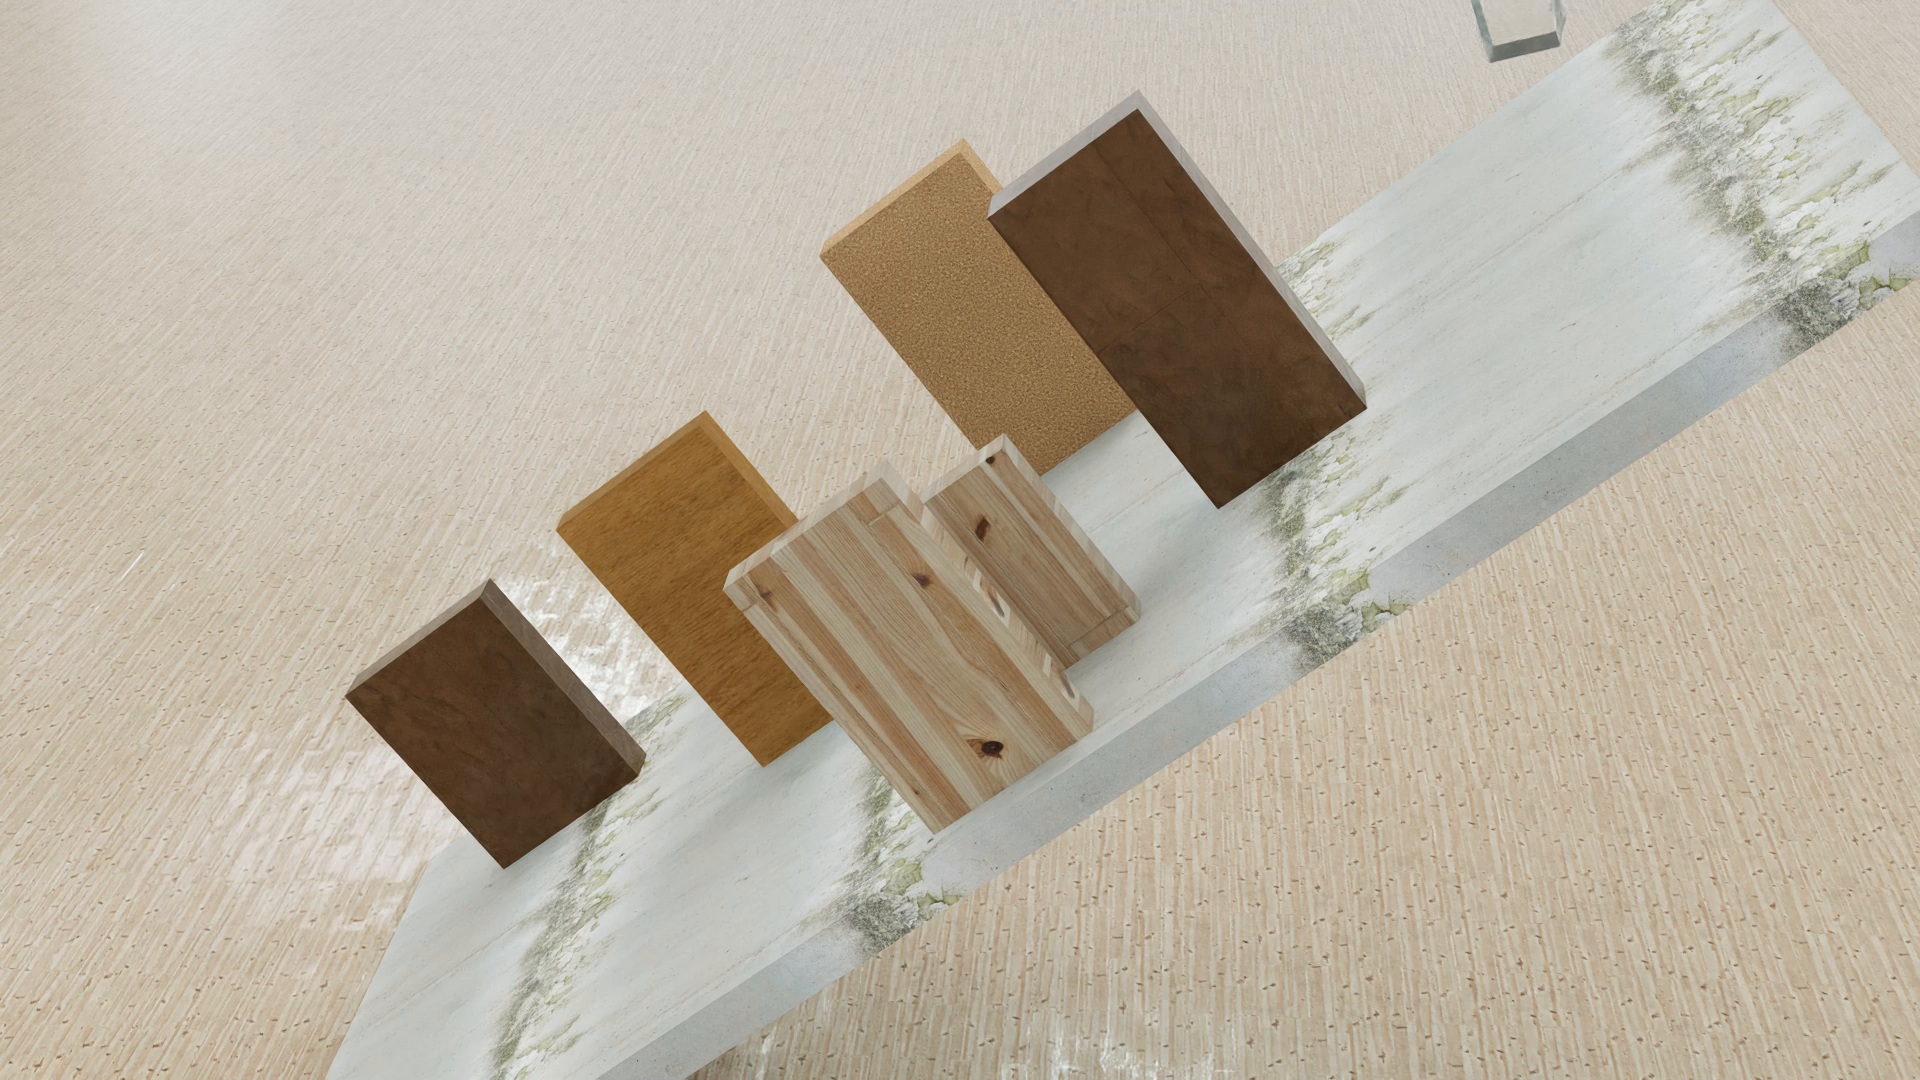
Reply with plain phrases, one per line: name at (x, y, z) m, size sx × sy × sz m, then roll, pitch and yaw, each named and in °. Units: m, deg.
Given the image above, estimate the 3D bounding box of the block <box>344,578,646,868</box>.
block at (-1.129, 0.452, 7.172) m, size 0.443 × 0.588 × 0.117 m, roll -35°, pitch 16°, yaw 17°

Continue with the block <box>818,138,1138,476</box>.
block at (0.067, -0.513, 6.833) m, size 0.412 × 0.732 × 0.122 m, roll -35°, pitch 16°, yaw 17°

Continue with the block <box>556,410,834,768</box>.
block at (-0.491, 0.113, 6.421) m, size 0.408 × 0.710 × 0.092 m, roll -35°, pitch 16°, yaw 17°

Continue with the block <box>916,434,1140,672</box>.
block at (0.114, 0.046, 5.720) m, size 0.264 × 0.441 × 0.086 m, roll -35°, pitch 16°, yaw 17°

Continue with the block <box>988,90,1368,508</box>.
block at (0.433, -0.470, 5.824) m, size 0.364 × 0.759 × 0.146 m, roll -35°, pitch 16°, yaw 17°

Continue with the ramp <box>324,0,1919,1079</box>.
ramp at (0.126, 0.181, 6.328) m, size 4.000 × 0.100 × 2.000 m, roll -35°, pitch 16°, yaw 17°

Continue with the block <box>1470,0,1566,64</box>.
block at (1.080, -1.029, 5.688) m, size 0.140 × 0.140 × 0.140 m, roll -11°, pitch 29°, yaw 22°

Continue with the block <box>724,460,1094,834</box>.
block at (-0.090, 0.203, 5.412) m, size 0.372 × 0.623 × 0.089 m, roll -35°, pitch 16°, yaw 17°
